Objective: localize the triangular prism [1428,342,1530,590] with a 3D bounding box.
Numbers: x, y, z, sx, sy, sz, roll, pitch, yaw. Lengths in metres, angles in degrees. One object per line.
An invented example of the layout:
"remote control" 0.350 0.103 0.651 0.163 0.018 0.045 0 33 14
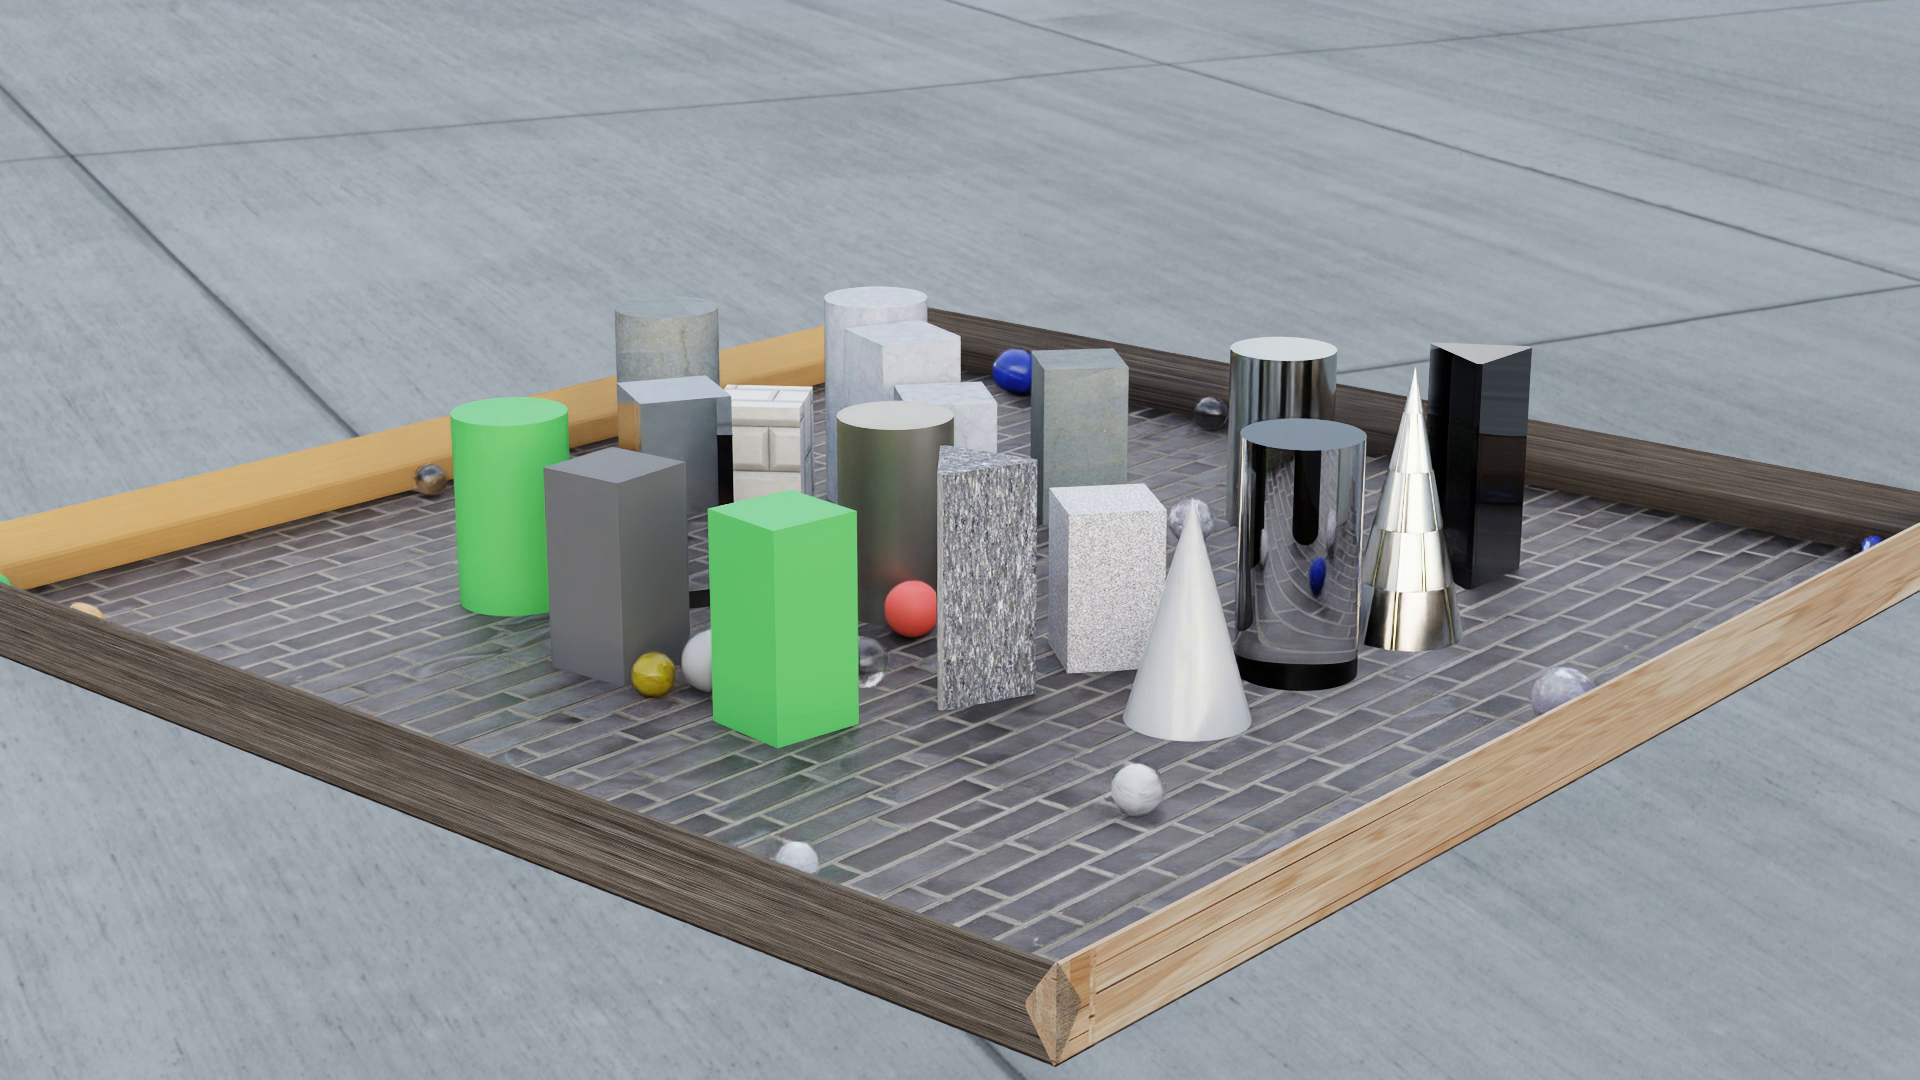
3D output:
"triangular prism" 0.894 -0.141 5.216 0.150 0.408 0.173 14 22 38

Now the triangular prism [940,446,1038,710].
"triangular prism" 0.009 0.052 4.621 0.173 0.381 0.150 -9 19 -27

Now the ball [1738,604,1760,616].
"ball" 1.320 0.143 4.849 0.076 0.076 0.076 0 17 0

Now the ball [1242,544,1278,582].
"ball" 0.533 0.041 5.207 0.066 0.066 0.066 0 17 0

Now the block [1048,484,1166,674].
"block" 0.239 0.061 4.790 0.160 0.267 0.160 -3 17 -9

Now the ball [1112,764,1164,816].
"ball" 0.251 0.354 4.155 0.073 0.073 0.073 0 17 0

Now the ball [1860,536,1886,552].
"ball" 1.659 0.016 5.321 0.047 0.047 0.047 0 17 0

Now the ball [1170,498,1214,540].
"ball" 0.429 -0.035 5.427 0.083 0.083 0.083 0 17 0

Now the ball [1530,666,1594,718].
"ball" 0.922 0.242 4.486 0.096 0.096 0.096 0 17 0

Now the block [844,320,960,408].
"block" -0.107 -0.201 5.462 0.160 0.381 0.160 -9 19 -27

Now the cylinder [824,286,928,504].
"cylinder" -0.162 -0.278 5.695 0.200 0.395 0.200 0 17 0

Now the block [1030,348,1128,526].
"block" 0.226 -0.198 5.590 0.160 0.302 0.160 -2 17 -7

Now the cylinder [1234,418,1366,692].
"cylinder" 0.543 0.022 4.697 0.200 0.396 0.200 0 17 0

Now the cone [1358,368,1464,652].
"cone" 0.747 -0.065 4.875 0.200 0.459 0.200 0 17 0

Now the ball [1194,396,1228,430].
"ball" 0.533 -0.269 6.224 0.072 0.072 0.072 0 17 0

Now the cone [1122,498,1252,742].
"cone" 0.352 0.106 4.486 0.200 0.357 0.200 0 17 0

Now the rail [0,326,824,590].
"rail" -0.936 -0.202 5.898 0.045 0.130 2.570 14 22 39

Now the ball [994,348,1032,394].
"ball" 0.124 -0.376 6.531 0.100 0.100 0.100 0 17 0

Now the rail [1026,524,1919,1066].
"rail" 0.936 0.267 4.342 0.045 0.130 2.570 14 22 39

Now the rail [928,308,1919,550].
"rail" 0.827 -0.242 6.032 2.527 0.130 0.045 14 22 39

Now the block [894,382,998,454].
"block" -0.027 -0.105 5.244 0.160 0.323 0.160 -3 17 -9

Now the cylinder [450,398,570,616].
"cylinder" -0.772 -0.059 5.069 0.200 0.337 0.200 0 17 0

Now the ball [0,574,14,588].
"ball" -1.655 0.095 4.989 0.089 0.089 0.089 0 17 0

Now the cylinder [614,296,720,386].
"cylinder" -0.568 -0.273 5.721 0.200 0.370 0.200 0 17 0

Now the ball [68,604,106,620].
"ball" -1.443 0.148 4.811 0.087 0.087 0.087 0 17 0

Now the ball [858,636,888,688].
"ball" -0.156 0.194 4.664 0.084 0.084 0.084 0 17 0

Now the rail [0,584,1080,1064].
"rail" -0.827 0.307 4.208 2.527 0.130 0.045 14 22 39

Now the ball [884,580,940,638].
"ball" -0.080 0.115 4.908 0.096 0.096 0.096 0 17 0

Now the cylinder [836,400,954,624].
"cylinder" -0.110 -0.048 5.022 0.200 0.342 0.200 0 17 0

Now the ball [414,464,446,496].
"ball" -1.037 -0.118 5.741 0.062 0.062 0.062 0 17 0

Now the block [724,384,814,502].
"block" -0.359 -0.126 5.380 0.160 0.285 0.160 2 17 5

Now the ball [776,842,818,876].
"ball" -0.218 0.432 3.923 0.057 0.057 0.057 0 17 0

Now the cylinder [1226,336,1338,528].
"cylinder" 0.606 -0.199 5.539 0.200 0.333 0.200 0 17 0

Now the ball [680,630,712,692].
"ball" -0.394 0.192 4.649 0.098 0.098 0.098 0 17 0

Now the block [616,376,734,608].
"block" -0.491 -0.081 5.081 0.160 0.371 0.160 -6 18 -20

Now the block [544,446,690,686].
"block" -0.552 0.041 4.738 0.160 0.337 0.160 12 21 35

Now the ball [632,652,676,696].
"ball" -0.484 0.212 4.631 0.071 0.071 0.071 0 17 0

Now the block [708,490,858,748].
"block" -0.268 0.118 4.473 0.160 0.341 0.160 -14 22 -40
